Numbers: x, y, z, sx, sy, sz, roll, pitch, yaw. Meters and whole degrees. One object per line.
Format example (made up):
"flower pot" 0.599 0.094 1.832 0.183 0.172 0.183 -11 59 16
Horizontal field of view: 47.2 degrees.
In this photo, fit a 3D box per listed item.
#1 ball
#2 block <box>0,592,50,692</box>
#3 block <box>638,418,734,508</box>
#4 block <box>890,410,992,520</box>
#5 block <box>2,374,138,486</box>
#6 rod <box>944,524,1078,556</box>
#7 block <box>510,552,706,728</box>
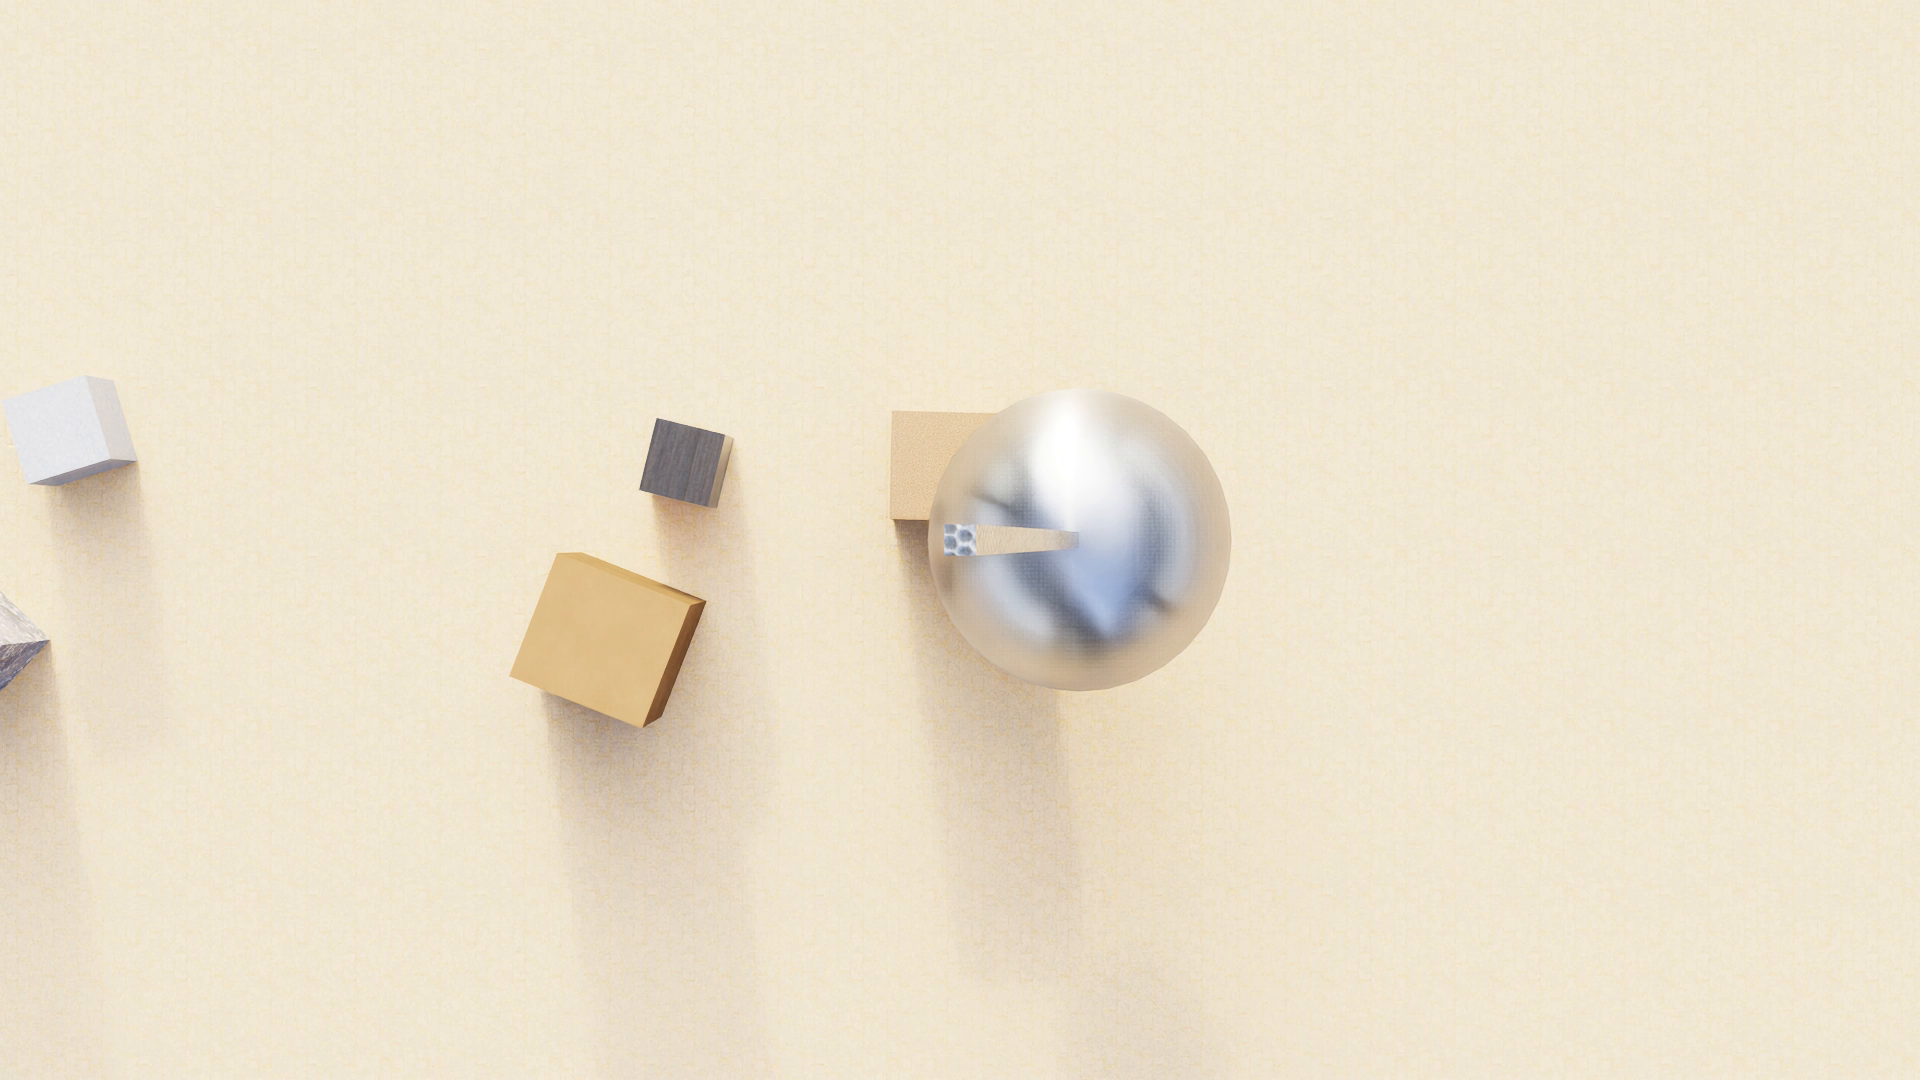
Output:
"ball" 0.627 0.000 11.583 1.600 1.600 1.600 0 90 0
"block" -5.853 0.595 12.665 0.682 0.670 0.672 44 90 0
"block" -1.582 -0.442 12.760 0.405 0.480 0.426 14 90 0
"block" -0.032 -0.412 12.657 0.713 0.686 0.606 1 90 0
"block" -5.170 -0.631 12.788 0.500 0.424 0.501 -17 90 0
"rod" 0.272 0.000 8.202 0.080 5.200 0.080 0 90 6
"block" -1.999 0.558 12.596 0.792 0.808 0.735 21 90 0
